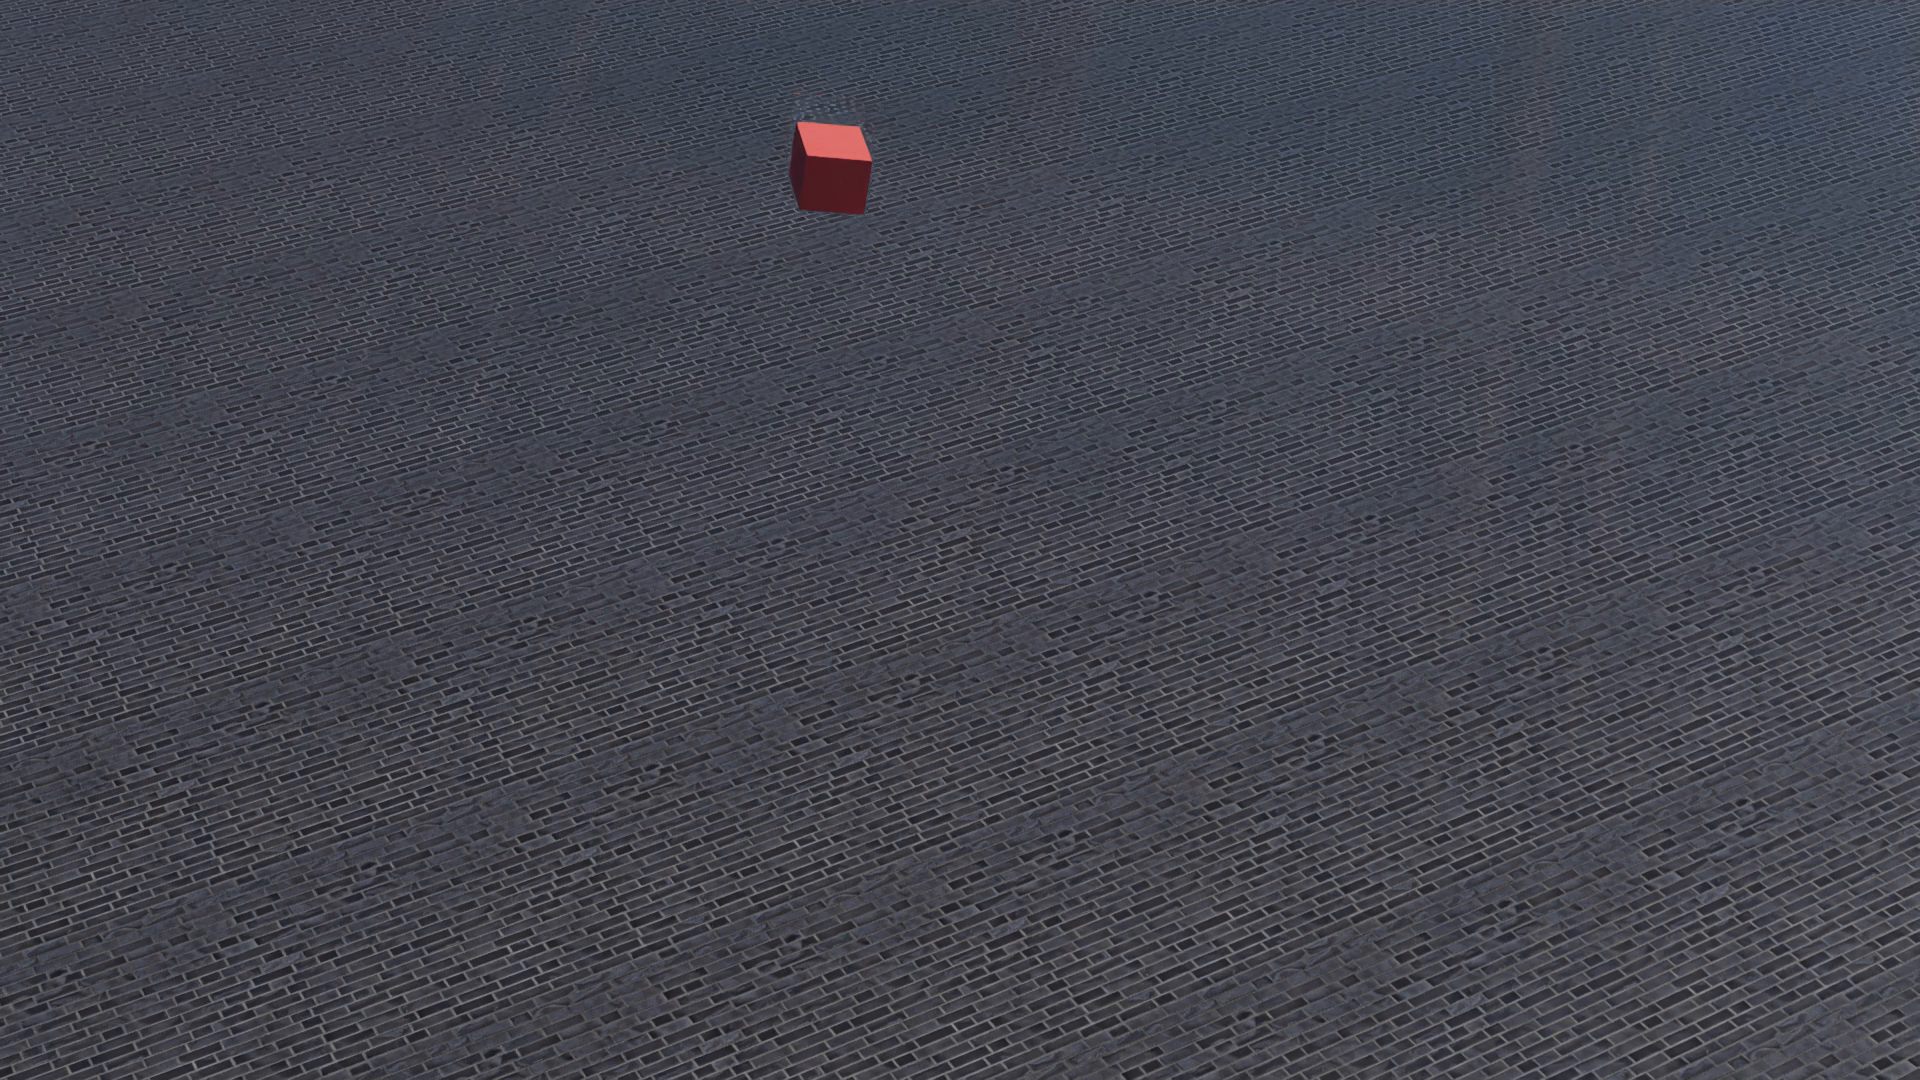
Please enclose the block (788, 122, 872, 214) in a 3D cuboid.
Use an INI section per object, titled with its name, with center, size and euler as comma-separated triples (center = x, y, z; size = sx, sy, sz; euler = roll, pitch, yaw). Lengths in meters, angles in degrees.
[block]
center = -0.399, -1.141, 8.987
size = 0.199, 0.176, 0.276
euler = 3, 29, -13
